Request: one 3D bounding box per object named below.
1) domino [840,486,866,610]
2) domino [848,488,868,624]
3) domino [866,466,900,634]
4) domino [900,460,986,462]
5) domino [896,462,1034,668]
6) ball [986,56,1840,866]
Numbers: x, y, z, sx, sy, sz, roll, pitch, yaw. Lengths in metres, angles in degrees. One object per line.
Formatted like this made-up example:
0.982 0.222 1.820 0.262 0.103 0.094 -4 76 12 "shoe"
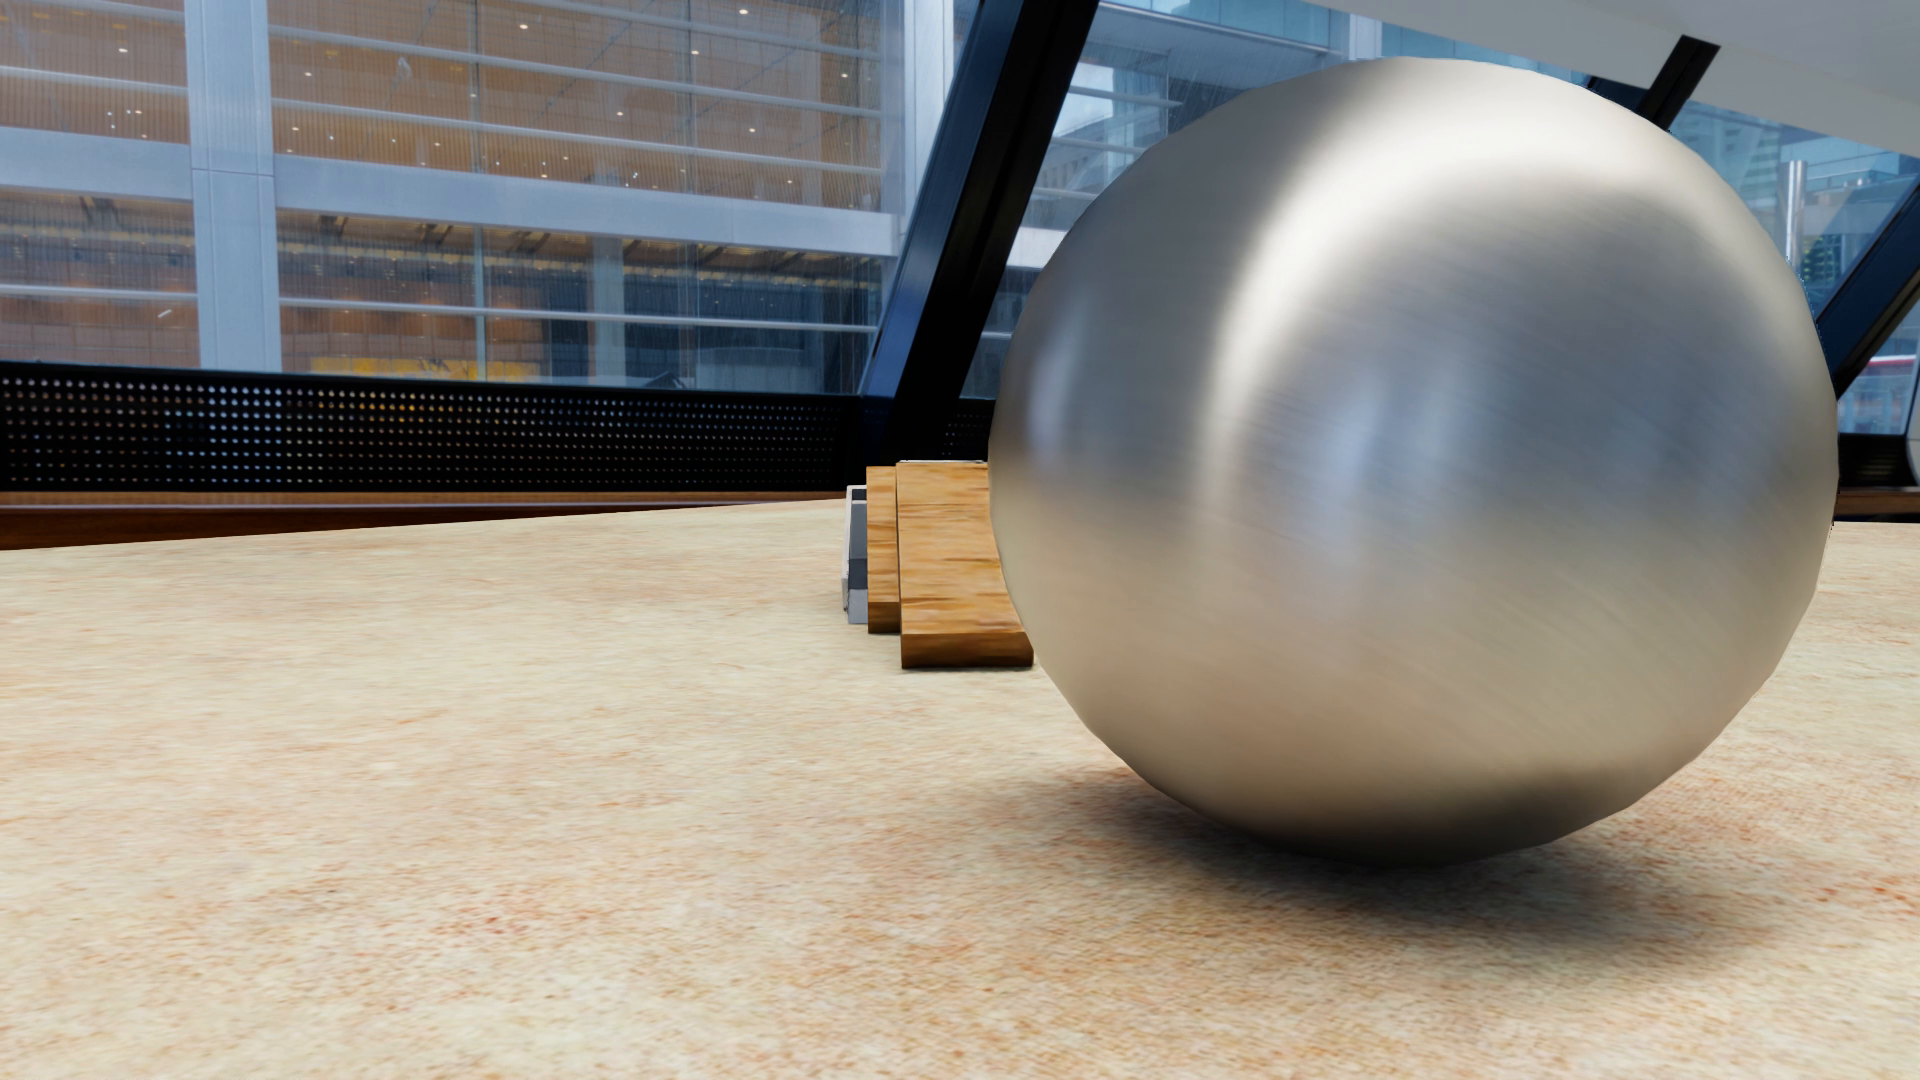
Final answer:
-0.019 0.001 0.348 0.025 0.009 0.050 -2 30 -2 "domino"
-0.015 0.003 0.325 0.025 0.009 0.050 0 30 -3 "domino"
-0.010 0.001 0.306 0.025 0.009 0.050 0 40 -4 "domino"
-0.001 0.002 0.290 0.025 0.009 0.050 0 43 -4 "domino"
0.000 0.004 0.260 0.025 0.010 0.050 0 43 -4 "domino"
0.043 -0.007 0.133 0.080 0.080 0.080 0 4 0 "ball"
